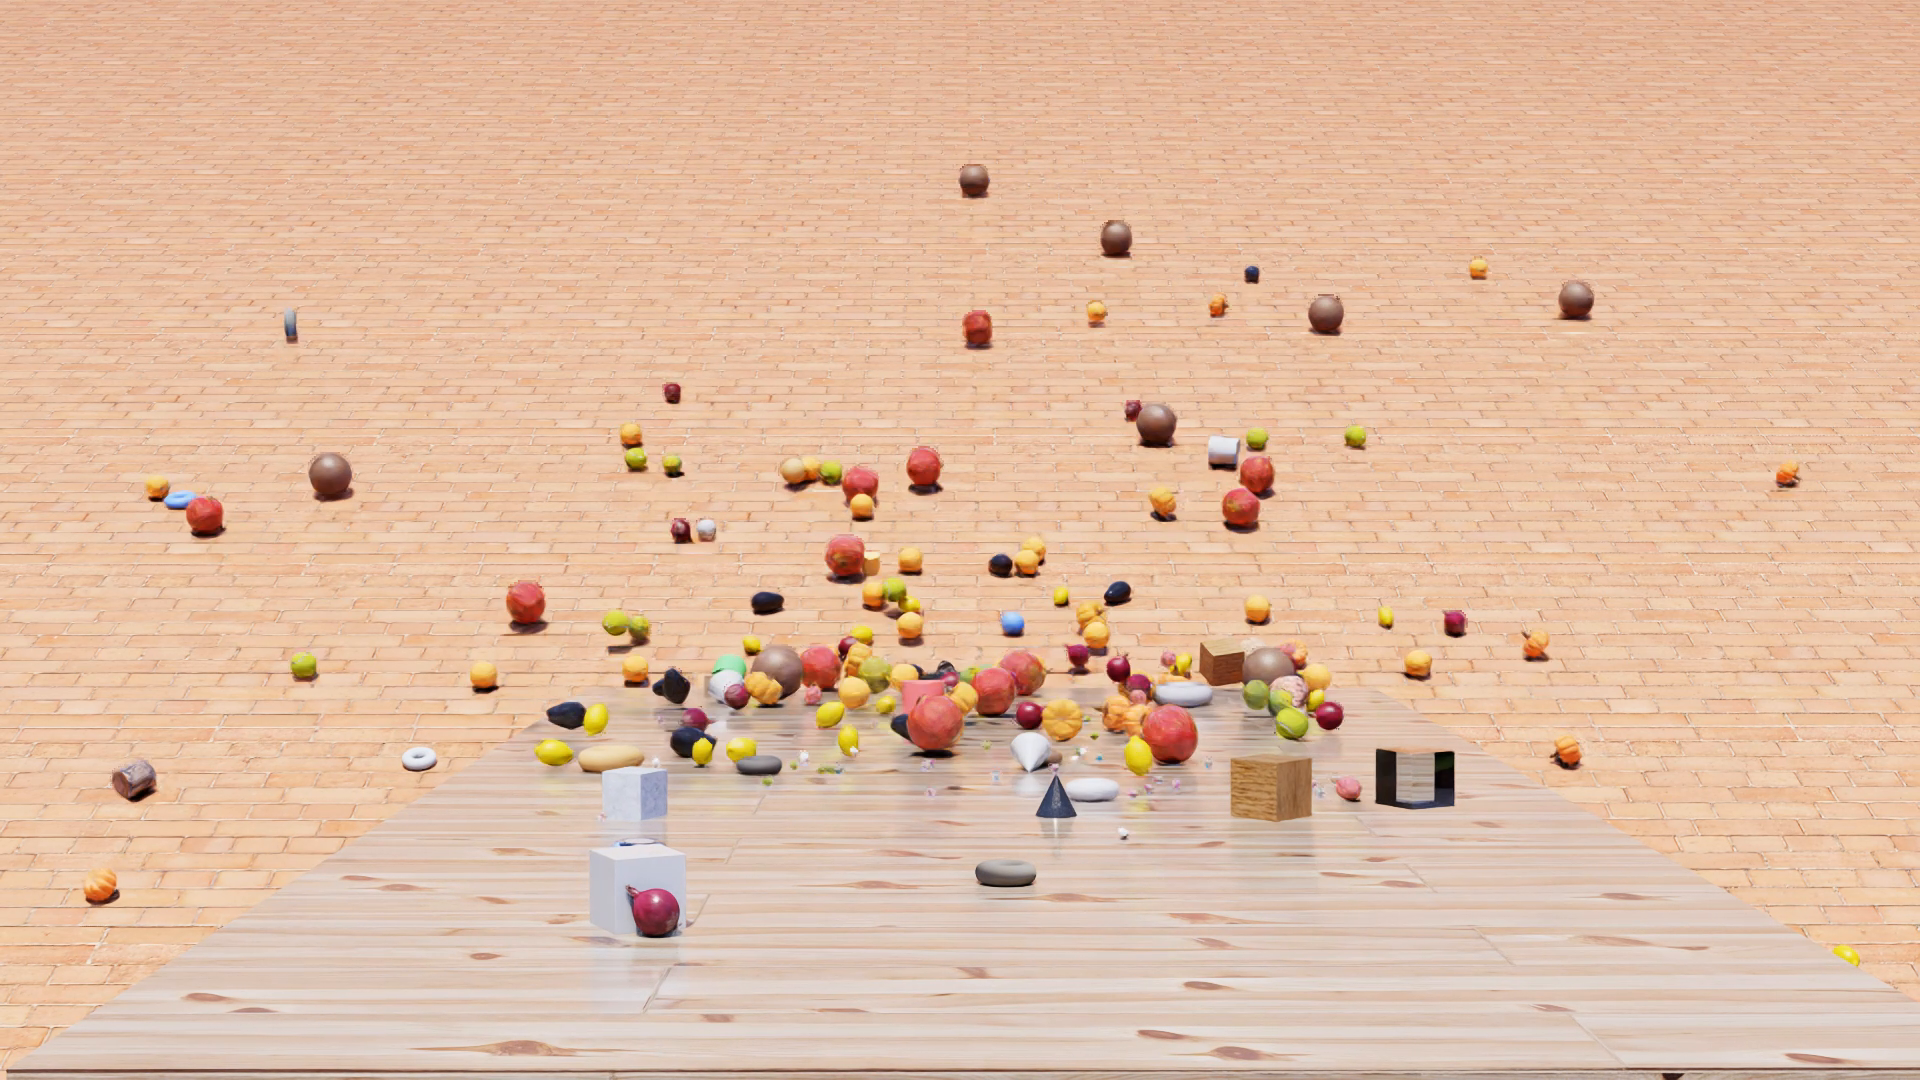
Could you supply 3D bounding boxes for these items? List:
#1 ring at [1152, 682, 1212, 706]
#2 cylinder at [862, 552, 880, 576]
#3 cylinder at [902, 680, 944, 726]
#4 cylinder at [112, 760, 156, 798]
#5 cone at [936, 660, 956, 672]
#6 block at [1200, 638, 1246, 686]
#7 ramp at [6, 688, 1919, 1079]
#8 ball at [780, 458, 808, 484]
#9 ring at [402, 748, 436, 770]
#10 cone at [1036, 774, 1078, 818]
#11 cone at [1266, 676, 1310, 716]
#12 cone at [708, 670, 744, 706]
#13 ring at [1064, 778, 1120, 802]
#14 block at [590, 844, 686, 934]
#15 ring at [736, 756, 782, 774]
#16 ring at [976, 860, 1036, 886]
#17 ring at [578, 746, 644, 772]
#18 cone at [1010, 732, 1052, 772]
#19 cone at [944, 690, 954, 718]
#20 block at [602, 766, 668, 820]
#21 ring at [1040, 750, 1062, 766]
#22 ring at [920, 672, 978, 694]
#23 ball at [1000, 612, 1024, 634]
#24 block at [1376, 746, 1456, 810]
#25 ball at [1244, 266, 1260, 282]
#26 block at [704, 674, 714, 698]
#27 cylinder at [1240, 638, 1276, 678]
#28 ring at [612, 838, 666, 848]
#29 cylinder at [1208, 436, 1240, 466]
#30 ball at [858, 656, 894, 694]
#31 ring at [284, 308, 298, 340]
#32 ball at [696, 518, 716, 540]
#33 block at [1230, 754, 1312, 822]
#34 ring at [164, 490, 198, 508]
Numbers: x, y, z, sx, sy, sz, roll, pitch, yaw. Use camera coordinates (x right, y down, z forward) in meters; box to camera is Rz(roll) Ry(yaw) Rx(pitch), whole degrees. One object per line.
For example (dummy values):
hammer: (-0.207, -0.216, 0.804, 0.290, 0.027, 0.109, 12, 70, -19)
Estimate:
ring: (0.528, 0.367, 6.123, 0.146, 0.049, 0.146, -1, 3, 0)
cylinder: (-0.256, 0.068, 7.398, 0.052, 0.052, 0.052, 0, 24, 0)
cylinder: (-0.082, 0.360, 5.719, 0.093, 0.093, 0.093, 0, 2, 0)
cylinder: (-1.994, 0.578, 6.225, 0.073, 0.073, 0.073, 18, 30, 34)
cone: (-0.024, 0.347, 6.805, 0.053, 0.053, 0.053, 21, -1, 39)
block: (0.690, 0.320, 6.785, 0.090, 0.090, 0.090, -7, 25, -16)
ramp: (0.055, 0.499, 4.546, 2.000, 0.100, 4.000, 0, 2, 0)
ball: (-0.513, -0.212, 7.963, 0.081, 0.081, 0.081, 0, 24, 0)
ring: (-1.337, 0.540, 6.367, 0.086, 0.029, 0.086, 0, 26, 0)
cone: (0.160, 0.423, 4.286, 0.071, 0.071, 0.071, 0, 2, 0)
cone: (0.755, 0.377, 5.884, 0.099, 0.099, 0.099, 0, 29, 1)
cone: (-0.548, 0.371, 6.132, 0.090, 0.090, 0.090, -7, 31, -15)
ring: (0.231, 0.435, 4.486, 0.098, 0.033, 0.098, -1, 1, 0)
block: (-0.413, 0.447, 3.302, 0.095, 0.095, 0.095, -1, 2, -28)
ring: (-0.378, 0.424, 4.849, 0.087, 0.029, 0.087, -1, 3, 0)
ring: (0.064, 0.468, 3.623, 0.087, 0.029, 0.087, 1, 1, 0)
ring: (-0.663, 0.416, 4.899, 0.125, 0.042, 0.125, -1, 2, 0)
cone: (0.132, 0.419, 4.888, 0.078, 0.078, 0.078, 2, 29, 4)
cone: (-0.032, 0.384, 5.813, 0.083, 0.083, 0.083, -11, 11, -24)
block: (-0.539, 0.420, 4.275, 0.077, 0.077, 0.077, 1, 2, 28)
ring: (0.161, 0.421, 4.975, 0.075, 0.025, 0.075, 1, 1, 0)
ring: (-0.029, 0.356, 6.428, 0.147, 0.049, 0.147, 0, 1, 0)
ball: (0.144, 0.226, 7.026, 0.065, 0.065, 0.065, 0, 24, 0)
block: (0.779, 0.406, 4.408, 0.095, 0.095, 0.095, -1, 2, -31)
ball: (1.113, -1.015, 9.817, 0.060, 0.060, 0.060, 0, 24, 0)
block: (-0.590, 0.358, 6.310, 0.054, 0.054, 0.054, -2, 3, -44)
cylinder: (0.784, 0.311, 6.815, 0.082, 0.082, 0.082, -7, 25, -16)
ring: (-0.477, 0.461, 3.828, 0.087, 0.029, 0.087, 1, 1, 0)
cylinder: (0.832, -0.281, 8.122, 0.087, 0.087, 0.087, 6, 25, 14)
ball: (-0.210, 0.336, 6.403, 0.091, 0.091, 0.091, 0, 24, 0)
ring: (-2.393, -0.773, 9.209, 0.038, 0.115, 0.115, -5, 24, -9)
ball: (-0.748, -0.033, 7.614, 0.059, 0.059, 0.059, 0, 24, 0)
block: (0.517, 0.410, 4.278, 0.096, 0.096, 0.096, 2, 3, 45)
ring: (-2.375, -0.123, 7.850, 0.097, 0.032, 0.097, -3, 22, 1)
